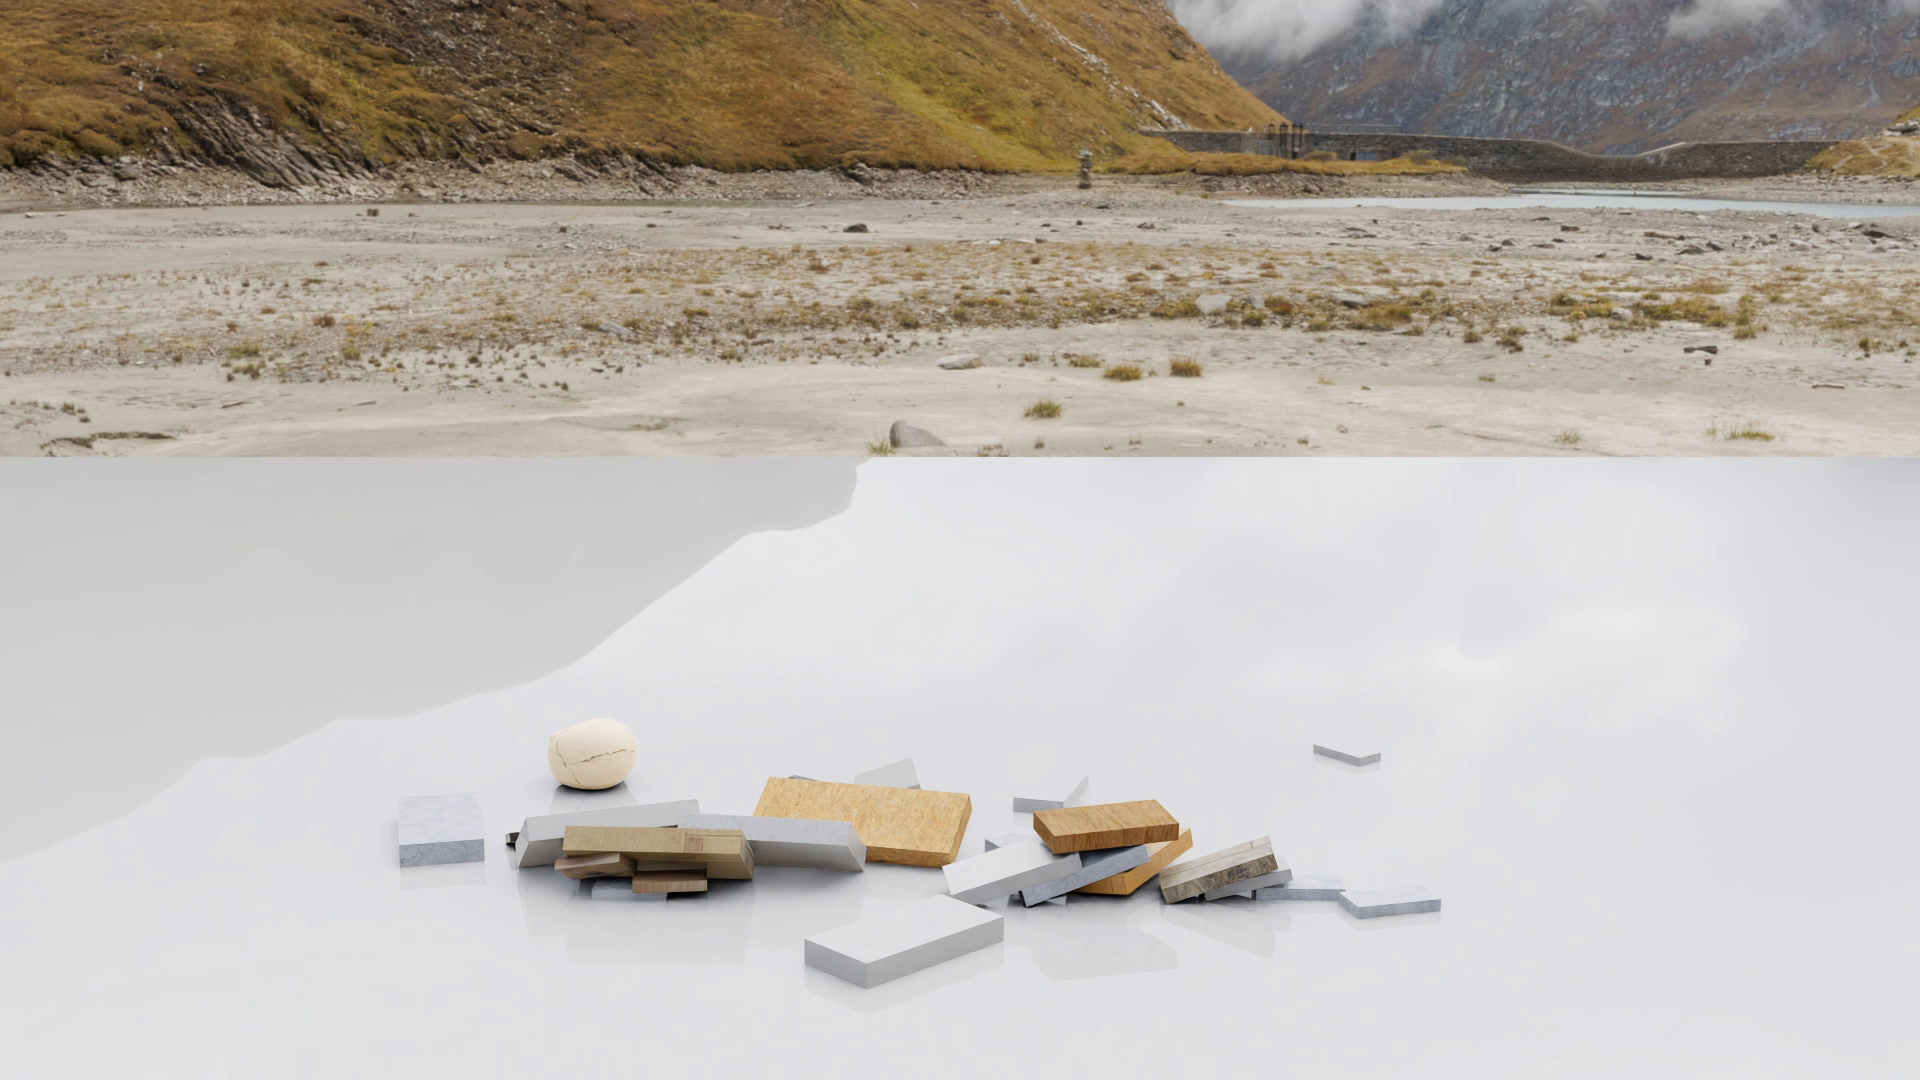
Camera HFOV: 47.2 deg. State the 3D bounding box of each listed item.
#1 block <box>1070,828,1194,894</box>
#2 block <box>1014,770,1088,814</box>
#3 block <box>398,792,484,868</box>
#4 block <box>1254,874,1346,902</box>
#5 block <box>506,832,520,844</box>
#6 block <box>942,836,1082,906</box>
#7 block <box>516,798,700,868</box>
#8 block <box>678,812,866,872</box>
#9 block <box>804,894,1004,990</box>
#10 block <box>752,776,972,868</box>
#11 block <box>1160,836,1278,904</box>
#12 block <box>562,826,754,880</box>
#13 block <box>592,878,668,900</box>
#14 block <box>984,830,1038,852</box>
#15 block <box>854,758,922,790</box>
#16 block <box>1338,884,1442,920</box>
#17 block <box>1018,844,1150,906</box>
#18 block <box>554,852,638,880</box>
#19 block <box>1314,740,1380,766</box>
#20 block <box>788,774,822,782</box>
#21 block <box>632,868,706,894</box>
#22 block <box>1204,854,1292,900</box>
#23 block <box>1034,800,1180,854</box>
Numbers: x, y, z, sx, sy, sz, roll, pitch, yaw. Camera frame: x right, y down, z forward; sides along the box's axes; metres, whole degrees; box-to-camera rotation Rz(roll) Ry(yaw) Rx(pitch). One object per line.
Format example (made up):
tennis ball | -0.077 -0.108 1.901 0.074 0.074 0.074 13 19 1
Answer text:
block | 0.289 0.542 3.737 0.117 0.033 0.233 -3 12 35
block | 0.174 0.480 4.187 0.096 0.027 0.193 3 11 17
block | -0.933 0.517 3.948 0.144 0.041 0.287 -3 11 -14
block | 0.564 0.579 3.669 0.147 0.021 0.073 0 11 2
block | -0.750 0.526 3.922 0.113 0.016 0.057 -4 -9 -20
block | 0.086 0.543 3.638 0.218 0.031 0.109 -17 18 -3
block | -0.608 0.506 3.797 0.295 0.042 0.148 -4 -24 -21
block | -0.319 0.515 3.747 0.295 0.042 0.148 2 -25 10
block | -0.084 0.619 3.403 0.287 0.041 0.144 -10 14 -43
block | -0.179 0.498 3.880 0.375 0.041 0.144 3 40 16
block | 0.429 0.547 3.650 0.193 0.027 0.096 -19 9 7
block | -0.503 0.525 3.692 0.295 0.042 0.148 1 -25 4
block | -0.548 0.582 3.667 0.121 0.017 0.061 0 11 0
block | 0.134 0.550 3.812 0.096 0.027 0.193 -6 12 -30
block | -0.134 0.464 4.120 0.117 0.033 0.233 -18 7 -3
block | 0.704 0.592 3.601 0.147 0.021 0.073 -3 11 -15
block | 0.195 0.537 3.661 0.218 0.031 0.109 -19 19 -8
block | -0.607 0.543 3.665 0.121 0.017 0.061 -9 -27 19
block | 0.786 0.432 4.470 0.063 0.018 0.126 -8 13 -37
block | -0.266 0.480 4.089 0.126 0.063 0.018 8 13 37
block | -0.482 0.566 3.654 0.121 0.017 0.061 -1 11 -6
block | 0.475 0.563 3.664 0.147 0.021 0.073 -14 10 1
block | 0.242 0.475 3.657 0.218 0.031 0.109 -4 16 -16
